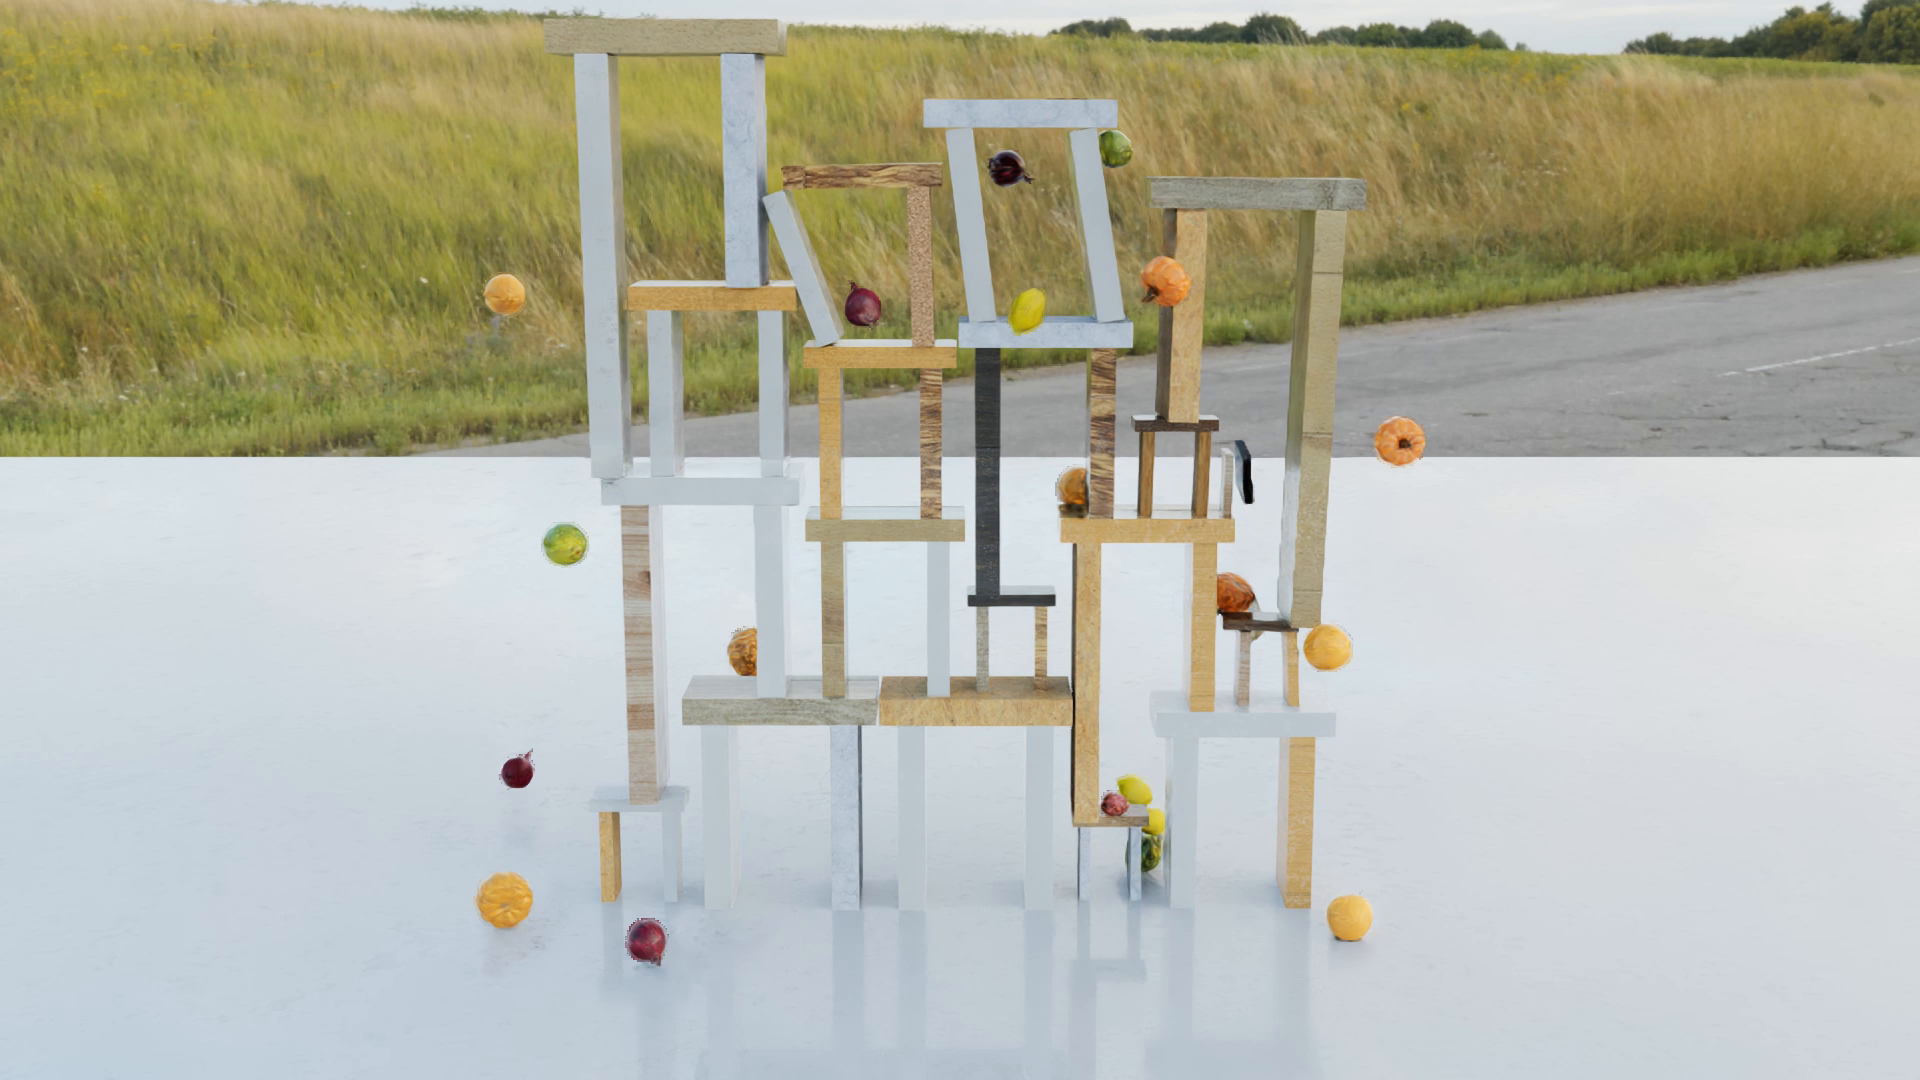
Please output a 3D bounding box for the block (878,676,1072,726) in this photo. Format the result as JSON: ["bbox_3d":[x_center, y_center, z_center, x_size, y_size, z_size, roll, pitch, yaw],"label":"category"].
[{"bbox_3d":[0.025,0.264,3.606,0.311,0.044,0.155,0,11,0],"label":"block"}]

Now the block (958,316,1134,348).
[{"bbox_3d":[0.134,-0.332,3.498,0.272,0.039,0.136,0,11,0],"label":"block"}]

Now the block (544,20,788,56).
[{"bbox_3d":[-0.452,-0.779,3.415,0.354,0.050,0.177,0,11,0],"label":"block"}]

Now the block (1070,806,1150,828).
[{"bbox_3d":[0.248,0.457,3.644,0.126,0.018,0.063,0,11,0],"label":"block"}]

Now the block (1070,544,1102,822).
[{"bbox_3d":[0.205,0.220,3.605,0.039,0.463,0.138,0,11,0],"label":"block"}]

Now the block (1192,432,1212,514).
[{"bbox_3d":[0.389,-0.112,3.537,0.019,0.133,0.067,2,10,0],"label":"block"}]

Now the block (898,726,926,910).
[{"bbox_3d":[-0.078,0.438,3.638,0.044,0.311,0.155,0,11,0],"label":"block"}]

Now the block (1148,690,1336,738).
[{"bbox_3d":[0.461,0.285,3.612,0.290,0.041,0.145,0,11,0],"label":"block"}]

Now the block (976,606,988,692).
[{"bbox_3d":[0.036,0.170,3.596,0.020,0.142,0.071,0,11,0],"label":"block"}]

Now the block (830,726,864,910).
[{"bbox_3d":[-0.187,0.437,3.640,0.044,0.311,0.156,0,11,0],"label":"block"}]

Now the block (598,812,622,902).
[{"bbox_3d":[-0.581,0.514,3.652,0.022,0.155,0.077,0,11,0],"label":"block"}]

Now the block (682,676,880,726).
[{"bbox_3d":[-0.291,0.262,3.607,0.311,0.044,0.156,0,11,0],"label":"block"}]

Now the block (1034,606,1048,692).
[{"bbox_3d":[0.131,0.171,3.596,0.020,0.142,0.071,0,11,0],"label":"block"}]

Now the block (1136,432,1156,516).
[{"bbox_3d":[0.299,-0.111,3.537,0.019,0.133,0.067,1,10,0],"label":"block"}]

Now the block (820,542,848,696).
[{"bbox_3d":[-0.204,0.116,3.580,0.036,0.254,0.127,0,11,0],"label":"block"}]

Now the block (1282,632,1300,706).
[{"bbox_3d":[0.541,0.204,3.597,0.017,0.123,0.062,-3,10,1],"label":"block"}]

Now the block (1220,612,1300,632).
[{"bbox_3d":[0.489,0.133,3.584,0.123,0.017,0.062,2,10,4],"label":"block"}]

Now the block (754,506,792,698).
[{"bbox_3d":[-0.304,0.085,3.580,0.044,0.314,0.157,0,11,0],"label":"block"}]

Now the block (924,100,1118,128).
[{"bbox_3d":[0.093,-0.666,3.436,0.297,0.042,0.149,0,11,0],"label":"block"}]

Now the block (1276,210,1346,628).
[{"bbox_3d":[0.561,-0.198,3.522,0.047,0.658,0.166,2,10,0],"label":"block"}]

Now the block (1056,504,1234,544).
[{"bbox_3d":[0.298,-0.027,3.559,0.276,0.039,0.138,0,11,0],"label":"block"}]

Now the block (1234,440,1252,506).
[{"bbox_3d":[0.461,-0.110,3.577,0.014,0.098,0.049,-12,42,-4],"label":"block"}]

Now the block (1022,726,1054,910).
[{"bbox_3d":[0.129,0.438,3.638,0.044,0.311,0.155,0,11,0],"label":"block"}]

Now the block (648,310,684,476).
[{"bbox_3d":[-0.470,-0.242,3.518,0.037,0.262,0.131,0,11,0],"label":"block"}]

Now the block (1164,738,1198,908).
[{"bbox_3d":[0.365,0.448,3.642,0.041,0.290,0.145,0,11,1],"label":"block"}]

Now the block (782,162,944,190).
[{"bbox_3d":[-0.151,-0.572,3.455,0.247,0.035,0.123,-1,11,0],"label":"block"}]

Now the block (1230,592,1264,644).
[{"bbox_3d":[0.514,0.139,3.916,0.049,0.014,0.273,-41,6,9],"label":"block"}]

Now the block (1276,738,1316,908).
[{"bbox_3d":[0.555,0.447,3.643,0.041,0.290,0.145,0,11,2],"label":"block"}]

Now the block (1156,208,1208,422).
[{"bbox_3d":[0.352,-0.361,3.502,0.047,0.331,0.166,1,9,-3],"label":"block"}]

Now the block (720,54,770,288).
[{"bbox_3d":[-0.336,-0.580,3.452,0.050,0.354,0.177,0,11,1],"label":"block"}]

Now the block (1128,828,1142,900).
[{"bbox_3d":[0.290,0.528,3.657,0.018,0.126,0.063,0,11,0],"label":"block"}]

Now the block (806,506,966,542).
[{"bbox_3d":[-0.119,-0.027,3.553,0.254,0.036,0.127,0,11,0],"label":"block"}]

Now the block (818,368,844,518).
[{"bbox_3d":[-0.206,-0.163,3.533,0.034,0.239,0.120,0,11,0],"label":"block"}]

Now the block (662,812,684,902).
[{"bbox_3d":[-0.477,0.514,3.652,0.022,0.155,0.077,0,11,0],"label":"block"}]

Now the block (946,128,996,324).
[{"bbox_3d":[0.017,-0.498,3.469,0.042,0.297,0.148,-7,11,1],"label":"block"}]

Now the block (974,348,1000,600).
[{"bbox_3d":[0.044,-0.116,3.538,0.039,0.401,0.136,0,11,0],"label":"block"}]

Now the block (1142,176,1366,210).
[{"bbox_3d":[0.459,-0.546,3.461,0.331,0.047,0.166,1,10,1],"label":"block"}]

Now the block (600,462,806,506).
[{"bbox_3d":[-0.410,-0.091,3.547,0.314,0.044,0.157,0,11,0],"label":"block"}]

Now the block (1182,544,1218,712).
[{"bbox_3d":[0.391,0.128,3.587,0.039,0.276,0.138,0,11,0],"label":"block"}]

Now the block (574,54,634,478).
[{"bbox_3d":[-0.562,-0.434,3.482,0.050,0.653,0.177,-1,11,-3],"label":"block"}]

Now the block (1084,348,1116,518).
[{"bbox_3d":[0.225,-0.180,3.529,0.039,0.272,0.136,0,11,0],"label":"block"}]

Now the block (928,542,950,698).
[{"bbox_3d":[-0.034,0.116,3.580,0.036,0.255,0.127,0,11,0],"label":"block"}]

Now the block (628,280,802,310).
[{"bbox_3d":[-0.385,-0.388,3.488,0.262,0.037,0.131,0,11,1],"label":"block"}]

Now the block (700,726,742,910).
[{"bbox_3d":[-0.395,0.437,3.640,0.044,0.311,0.156,0,11,0],"label":"block"}]

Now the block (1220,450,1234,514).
[{"bbox_3d":[0.430,-0.094,3.545,0.014,0.098,0.049,1,10,0],"label":"block"}]

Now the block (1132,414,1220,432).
[{"bbox_3d":[0.345,-0.187,3.529,0.133,0.019,0.067,0,10,-1],"label":"block"}]

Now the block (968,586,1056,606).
[{"bbox_3d":[0.083,0.091,3.579,0.142,0.020,0.071,0,11,0],"label":"block"}]

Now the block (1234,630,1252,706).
[{"bbox_3d":[0.462,0.204,3.596,0.017,0.123,0.062,0,11,0],"label":"block"}]

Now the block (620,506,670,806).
[{"bbox_3d":[-0.514,0.173,3.596,0.044,0.493,0.157,0,11,0],"label":"block"}]

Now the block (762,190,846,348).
[{"bbox_3d":[-0.245,-0.431,3.471,0.035,0.247,0.123,-20,10,5],"label":"block"}]

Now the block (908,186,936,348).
[{"bbox_3d":[-0.061,-0.435,3.479,0.035,0.247,0.123,-2,11,0],"label":"block"}]

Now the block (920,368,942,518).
[{"bbox_3d":[-0.046,-0.163,3.534,0.034,0.239,0.120,0,11,0],"label":"block"}]

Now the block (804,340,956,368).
[{"bbox_3d":[-0.126,-0.297,3.509,0.239,0.034,0.120,0,11,0],"label":"block"}]

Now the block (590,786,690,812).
[{"bbox_3d":[-0.529,0.427,3.636,0.155,0.022,0.077,0,11,0],"label":"block"}]

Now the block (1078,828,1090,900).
[{"bbox_3d":[0.206,0.528,3.657,0.018,0.126,0.063,0,11,0],"label":"block"}]

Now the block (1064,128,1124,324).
[{"bbox_3d":[0.211,-0.499,3.469,0.042,0.297,0.149,-9,11,1],"label":"block"}]

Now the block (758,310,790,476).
[{"bbox_3d":[-0.297,-0.242,3.517,0.037,0.262,0.131,0,11,0],"label":"block"}]
